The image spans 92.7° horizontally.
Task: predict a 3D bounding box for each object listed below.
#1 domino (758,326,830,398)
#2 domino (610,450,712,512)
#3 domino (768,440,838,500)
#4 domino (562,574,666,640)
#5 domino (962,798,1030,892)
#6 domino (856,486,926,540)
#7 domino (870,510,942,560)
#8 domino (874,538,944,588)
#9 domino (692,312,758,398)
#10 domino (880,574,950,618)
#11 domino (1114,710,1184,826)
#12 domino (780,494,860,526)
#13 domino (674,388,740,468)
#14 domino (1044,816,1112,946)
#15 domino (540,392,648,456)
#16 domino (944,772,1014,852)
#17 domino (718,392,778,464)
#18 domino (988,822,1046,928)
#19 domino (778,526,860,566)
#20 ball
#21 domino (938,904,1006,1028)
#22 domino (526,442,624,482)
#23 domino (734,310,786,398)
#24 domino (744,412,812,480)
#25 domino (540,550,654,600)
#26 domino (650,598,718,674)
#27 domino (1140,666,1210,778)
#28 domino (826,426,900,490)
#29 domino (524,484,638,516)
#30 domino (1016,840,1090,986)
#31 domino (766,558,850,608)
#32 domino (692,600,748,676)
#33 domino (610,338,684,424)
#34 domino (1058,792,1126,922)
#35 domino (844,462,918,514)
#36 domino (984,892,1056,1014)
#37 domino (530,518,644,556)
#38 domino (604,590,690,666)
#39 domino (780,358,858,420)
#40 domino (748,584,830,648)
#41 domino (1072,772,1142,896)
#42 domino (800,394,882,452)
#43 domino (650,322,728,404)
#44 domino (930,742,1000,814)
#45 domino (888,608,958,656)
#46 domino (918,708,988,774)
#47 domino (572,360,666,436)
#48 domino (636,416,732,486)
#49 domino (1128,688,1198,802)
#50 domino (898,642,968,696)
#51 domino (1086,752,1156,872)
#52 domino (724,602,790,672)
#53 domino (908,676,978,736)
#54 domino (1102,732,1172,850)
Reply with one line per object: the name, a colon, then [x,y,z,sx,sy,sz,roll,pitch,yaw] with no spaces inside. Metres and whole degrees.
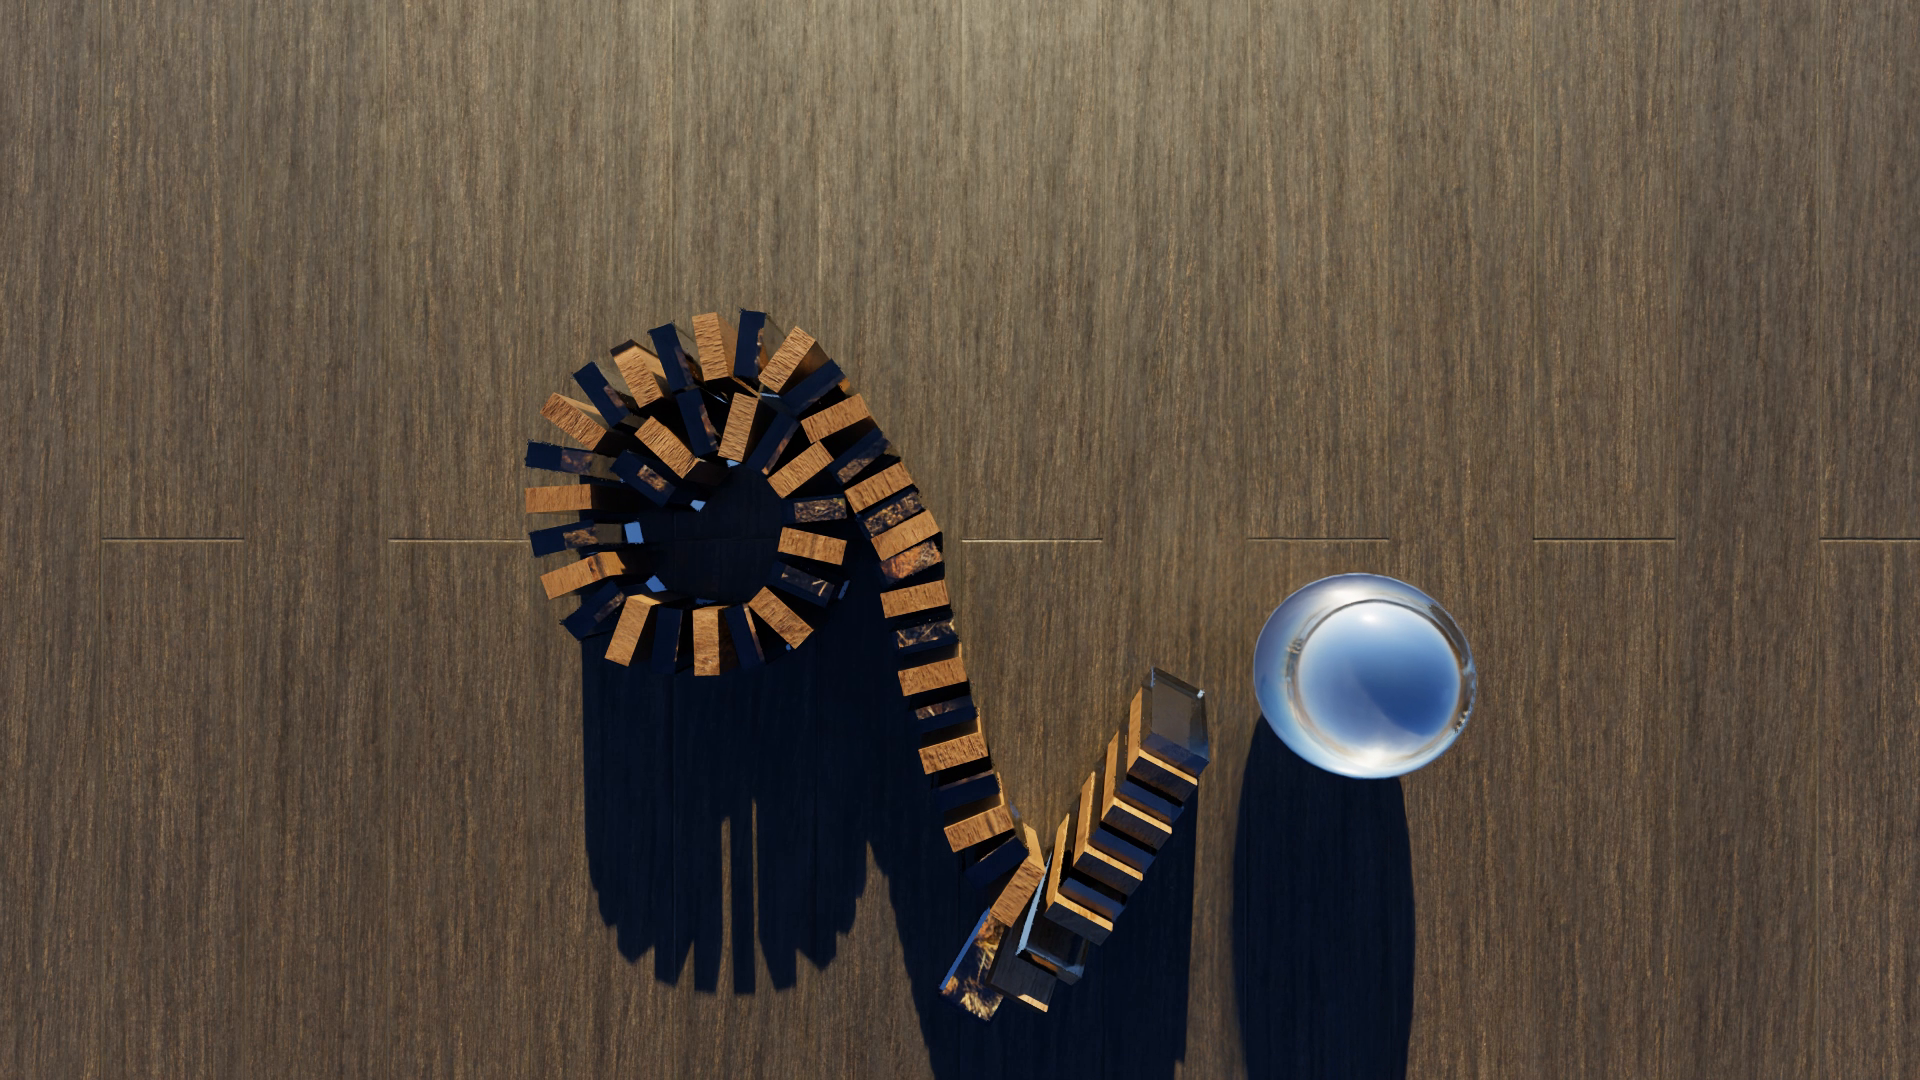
domino: [-0.066,-0.069,0.375,0.010,0.050,0.025,36,90,0]
domino: [-0.121,-0.023,0.375,0.025,0.050,0.009,36,90,0]
domino: [-0.061,-0.027,0.375,0.025,0.050,0.009,-37,90,0]
domino: [-0.140,0.027,0.375,0.025,0.050,0.009,-41,90,0]
domino: [0.014,0.124,0.375,0.025,0.050,0.010,-35,90,0]
domino: [-0.027,-0.010,0.375,0.025,0.050,0.009,-31,90,0]
domino: [-0.021,-0.002,0.375,0.025,0.050,0.009,-27,90,0]
domino: [-0.020,0.009,0.375,0.025,0.050,0.010,-24,90,0]
domino: [-0.095,-0.074,0.375,0.010,0.050,0.025,-11,90,0]
domino: [-0.017,0.022,0.375,0.025,0.050,0.009,-12,90,0]
domino: [0.078,0.092,0.375,0.025,0.050,0.009,27,115,0]
domino: [-0.056,-0.012,0.375,0.025,0.050,0.010,-5,90,0]
domino: [-0.100,-0.045,0.375,0.010,0.050,0.025,-18,90,0]
domino: [0.051,0.138,0.376,0.025,0.050,0.010,28,117,0]
domino: [-0.148,-0.045,0.375,0.025,0.050,0.010,36,90,0]
domino: [0.007,0.110,0.375,0.025,0.050,0.009,-22,90,0]
domino: [-0.085,-0.043,0.375,0.010,0.050,0.025,15,90,0]
domino: [0.022,0.135,0.375,0.010,0.050,0.025,32,90,0]
domino: [-0.057,0.002,0.375,0.025,0.050,0.009,13,90,0]
ball: [0.157,0.053,0.360,0.080,0.080,0.080,0,90,0]
domino: [0.014,0.180,0.395,0.025,0.009,0.050,31,90,0]
domino: [-0.153,-0.031,0.375,0.025,0.050,0.010,8,90,0]
domino: [-0.080,-0.075,0.375,0.010,0.050,0.025,7,90,0]
domino: [-0.072,-0.036,0.375,0.009,0.050,0.025,33,90,0]
domino: [-0.147,0.014,0.375,0.025,0.050,0.010,-22,90,0]
domino: [-0.112,0.038,0.375,0.010,0.050,0.025,8,90,0]
domino: [0.088,0.073,0.375,0.025,0.050,0.010,27,115,0]
domino: [-0.039,-0.032,0.375,0.025,0.050,0.009,-39,90,0]
domino: [-0.154,-0.016,0.375,0.025,0.050,0.009,-4,90,0]
domino: [0.043,0.153,0.378,0.025,0.050,0.009,28,133,0]
domino: [-0.061,0.017,0.375,0.025,0.050,0.009,23,90,0]
domino: [-0.097,0.039,0.375,0.009,0.050,0.025,-2,90,0]
domino: [-0.124,-0.064,0.375,0.009,0.050,0.025,-28,90,0]
domino: [0.056,0.129,0.376,0.025,0.050,0.009,28,117,0]
domino: [-0.031,-0.020,0.375,0.025,0.050,0.010,-28,90,0]
domino: [0.031,0.166,0.382,0.025,0.009,0.050,28,55,0]
domino: [-0.151,-0.001,0.375,0.025,0.050,0.009,-12,90,0]
domino: [-0.127,0.035,0.375,0.009,0.050,0.025,21,90,0]
domino: [-0.056,-0.058,0.375,0.025,0.050,0.009,-38,90,0]
domino: [-0.069,0.030,0.375,0.025,0.050,0.010,43,90,0]
domino: [0.062,0.119,0.375,0.025,0.050,0.009,27,115,0]
domino: [-0.048,-0.046,0.375,0.025,0.050,0.009,-26,90,0]
domino: [-0.110,-0.070,0.375,0.010,0.050,0.025,-20,90,0]
domino: [0.002,0.096,0.375,0.025,0.050,0.009,-18,90,0]
domino: [-0.014,0.037,0.375,0.025,0.050,0.010,-13,90,0]
domino: [-0.002,0.081,0.375,0.025,0.050,0.010,-17,90,0]
domino: [-0.137,-0.056,0.375,0.009,0.050,0.025,-36,90,0]
domino: [-0.112,-0.035,0.375,0.025,0.050,0.009,43,90,0]
domino: [0.083,0.083,0.375,0.025,0.050,0.009,27,115,0]
domino: [-0.010,0.052,0.375,0.025,0.050,0.009,-14,90,0]
domino: [0.067,0.110,0.375,0.025,0.050,0.009,27,115,0]
domino: [-0.082,0.037,0.375,0.010,0.050,0.025,-18,90,0]
domino: [-0.007,0.067,0.375,0.025,0.050,0.009,-16,90,0]
domino: [0.073,0.101,0.375,0.025,0.050,0.010,27,115,0]
